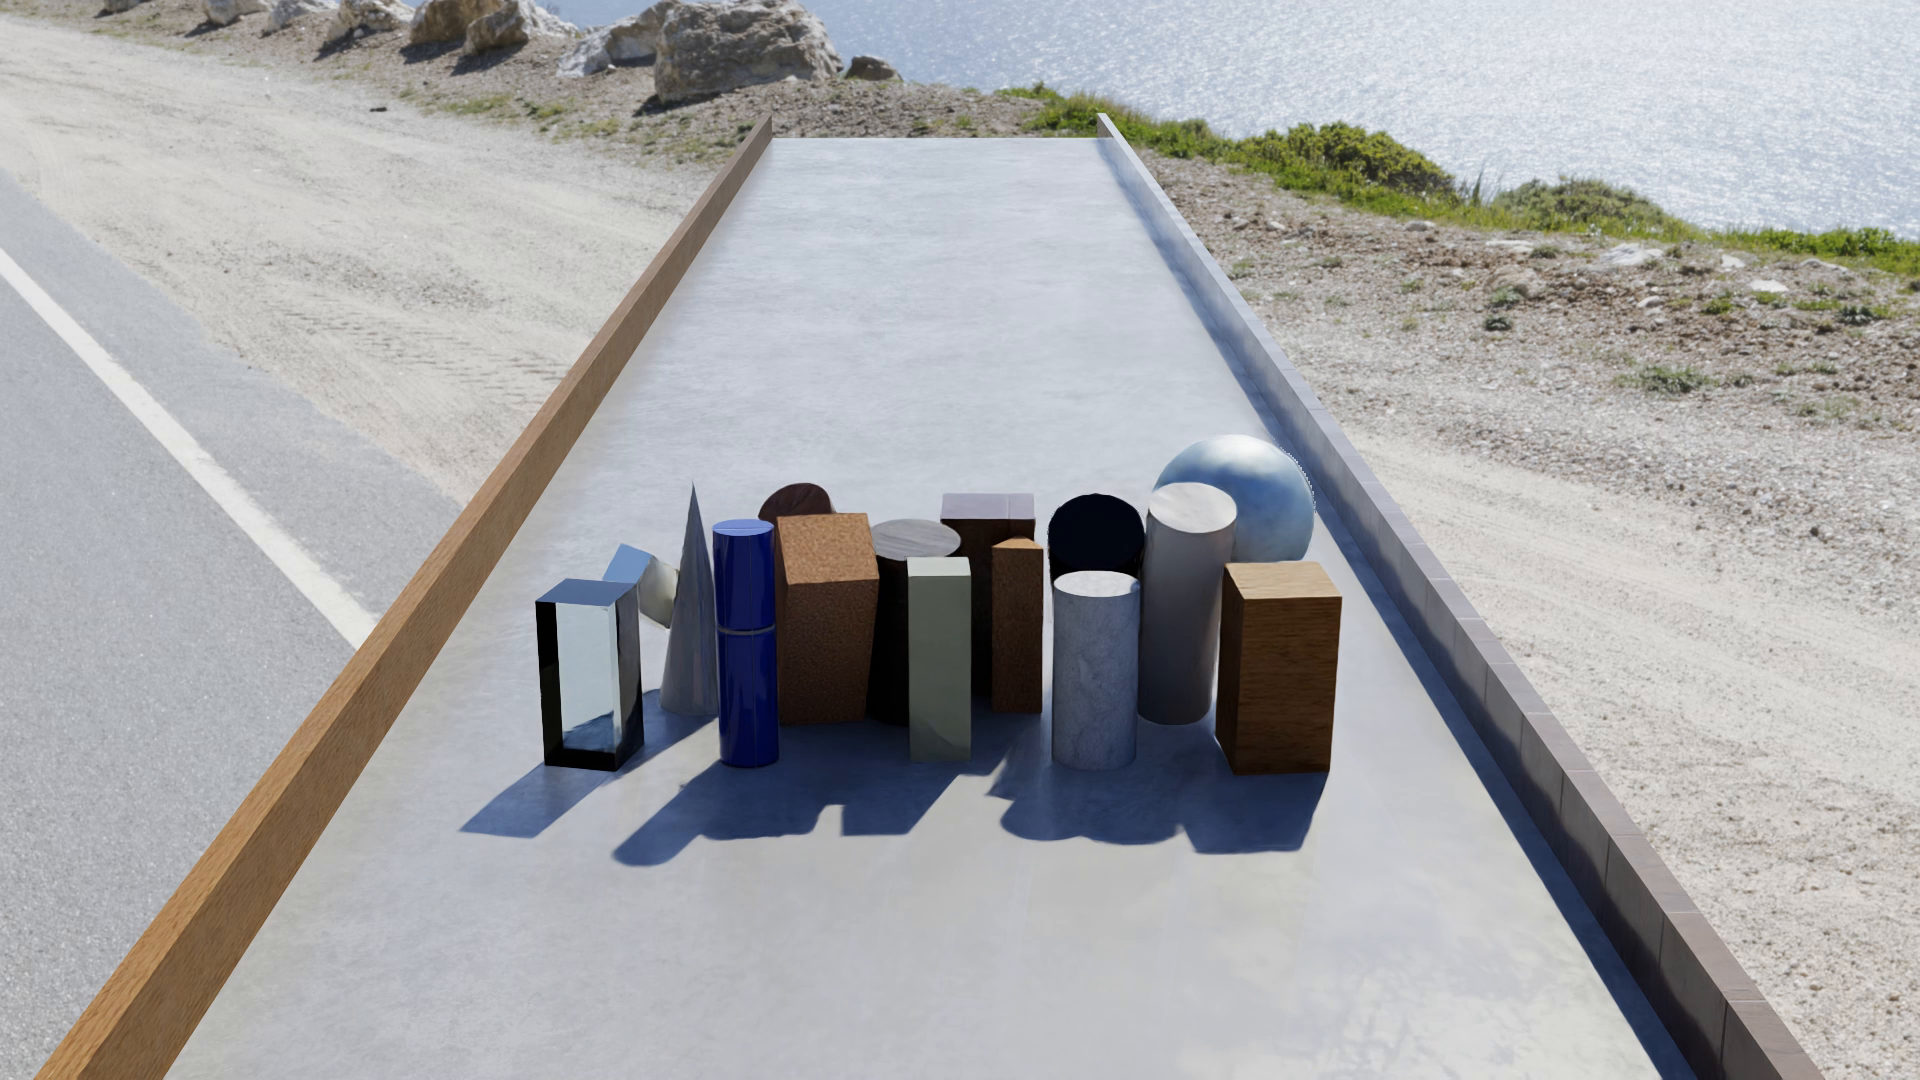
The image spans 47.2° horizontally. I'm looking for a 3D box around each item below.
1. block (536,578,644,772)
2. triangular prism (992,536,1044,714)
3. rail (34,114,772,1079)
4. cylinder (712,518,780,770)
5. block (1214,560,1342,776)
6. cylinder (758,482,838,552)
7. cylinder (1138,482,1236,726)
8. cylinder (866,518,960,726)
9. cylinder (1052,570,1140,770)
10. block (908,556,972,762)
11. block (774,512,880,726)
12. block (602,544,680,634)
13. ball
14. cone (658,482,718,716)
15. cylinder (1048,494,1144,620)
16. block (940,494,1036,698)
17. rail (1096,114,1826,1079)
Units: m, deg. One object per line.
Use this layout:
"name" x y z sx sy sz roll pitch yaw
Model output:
"block" -0.653 0.238 3.892 0.135 0.306 0.135 4 17 13
"triangular prism" 0.109 0.158 4.124 0.095 0.325 0.082 1 17 4
"rail" -1.118 -0.838 7.780 0.050 0.150 12.000 0 17 -1
"cylinder" -0.375 0.184 3.856 0.106 0.430 0.106 0 17 0
"block" 0.557 0.224 3.871 0.170 0.332 0.170 -2 20 -5
"cylinder" -0.239 0.087 4.156 0.141 0.450 0.141 -10 49 12
"cylinder" 0.402 0.120 4.005 0.157 0.439 0.157 2 36 -1
"cylinder" -0.093 0.152 4.073 0.178 0.341 0.178 2 26 -1
"cylinder" 0.240 0.230 3.891 0.152 0.321 0.152 0 17 0
"block" -0.038 0.212 3.909 0.108 0.345 0.108 -1 17 -2
"block" -0.251 0.147 3.992 0.160 0.394 0.160 -3 48 -11
"block" -0.530 0.136 4.256 0.105 0.105 0.346 17 -13 46
"ball" 0.519 -0.044 4.210 0.316 0.316 0.316 0 17 0
"cone" -0.493 0.098 4.113 0.156 0.438 0.156 1 20 0
"cylinder" 0.260 0.104 4.133 0.176 0.400 0.176 -2 54 3
"block" 0.054 0.106 4.245 0.177 0.357 0.177 0 17 1
"rail" 0.932 -0.844 7.801 0.050 0.150 12.000 0 17 -1
